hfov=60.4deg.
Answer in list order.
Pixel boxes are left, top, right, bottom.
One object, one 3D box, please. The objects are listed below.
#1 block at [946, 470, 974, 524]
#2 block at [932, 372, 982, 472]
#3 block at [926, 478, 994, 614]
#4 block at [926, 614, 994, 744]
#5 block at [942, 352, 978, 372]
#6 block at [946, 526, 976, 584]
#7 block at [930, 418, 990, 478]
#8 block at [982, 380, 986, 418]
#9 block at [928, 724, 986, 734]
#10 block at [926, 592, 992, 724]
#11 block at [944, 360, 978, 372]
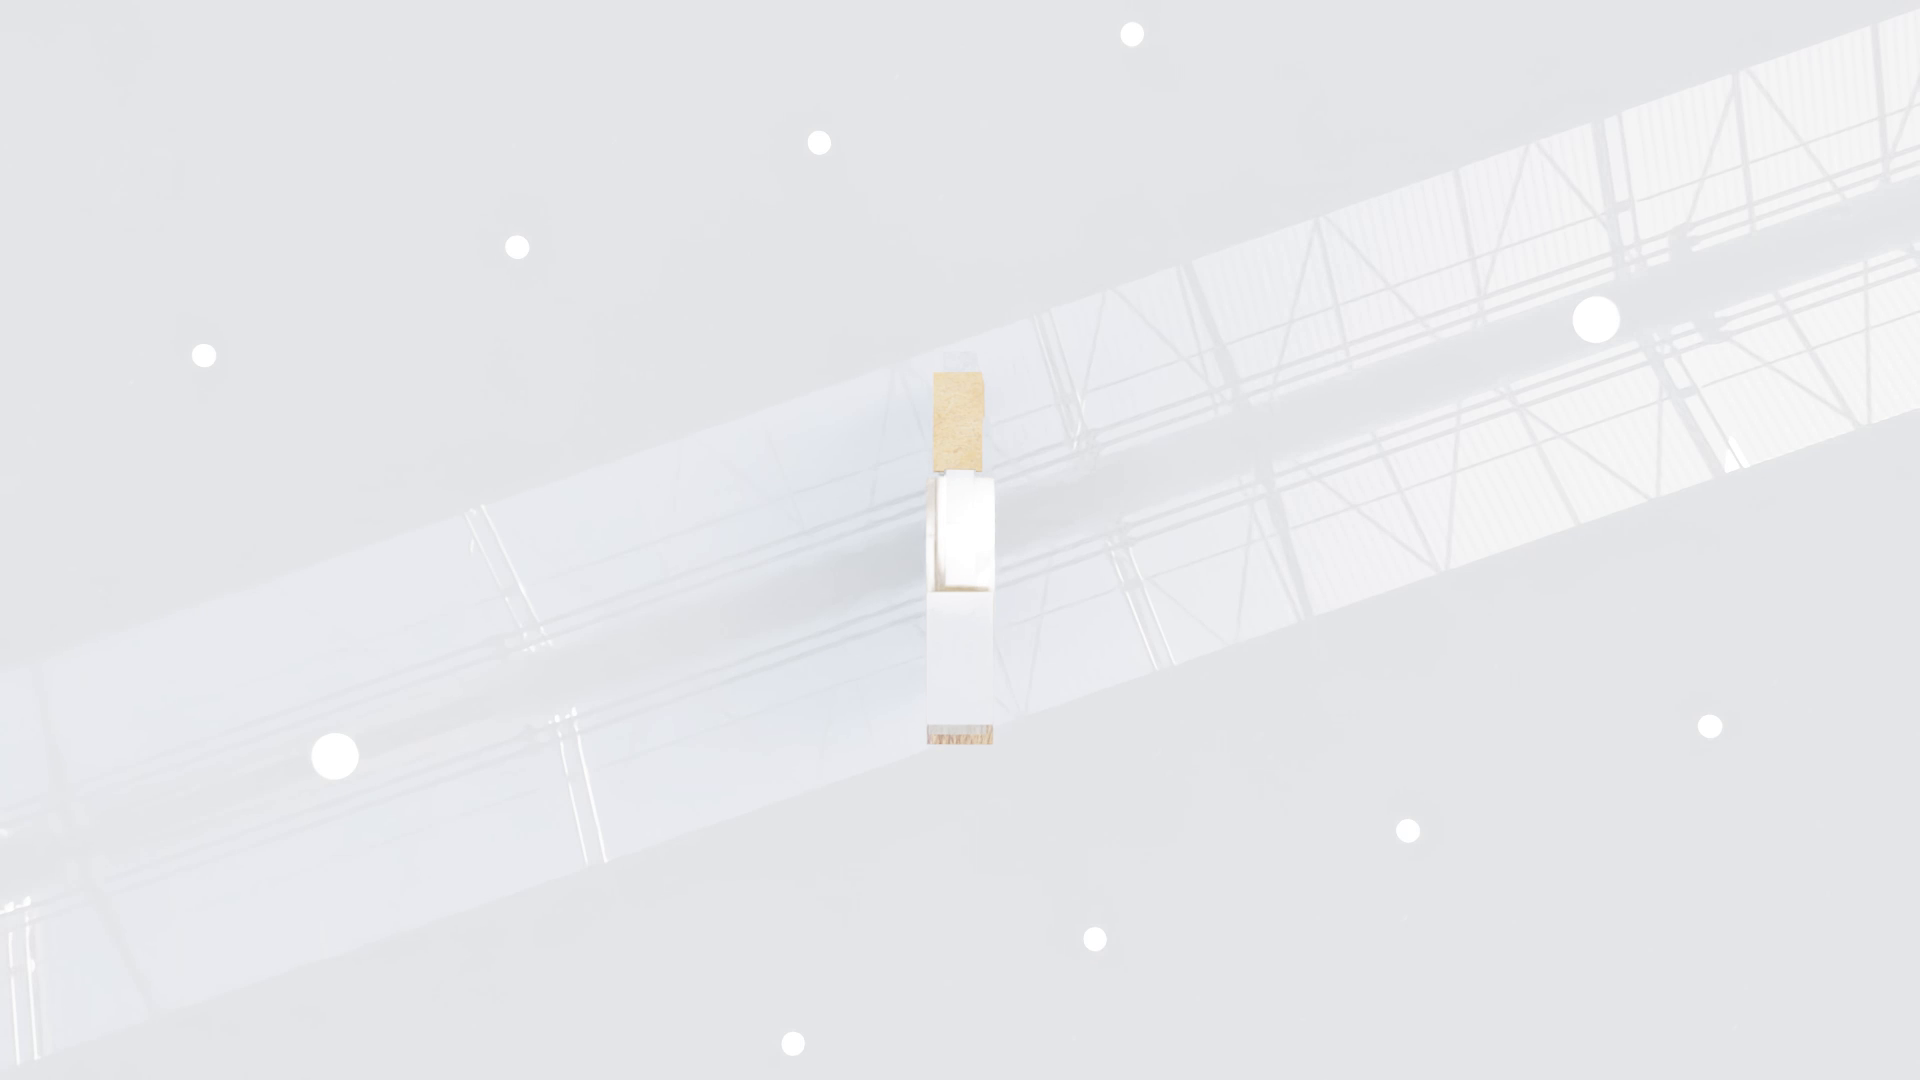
[{"bbox_3d":[0.000,-0.104,3.989,0.066,0.019,0.131,0,90,0],"label":"block"},{"bbox_3d":[-0.005,-0.292,4.083,0.122,0.035,0.245,0,90,0],"label":"block"},{"bbox_3d":[0.001,0.014,4.154,0.171,0.048,0.341,0,90,0],"label":"block"},{"bbox_3d":[0.000,0.363,4.363,0.175,0.050,0.350,0,90,0],"label":"block"},{"bbox_3d":[0.000,-0.440,4.717,0.098,0.028,0.196,0,90,0],"label":"block"},{"bbox_3d":[0.001,0.036,3.977,0.071,0.020,0.142,0,90,0],"label":"block"},{"bbox_3d":[0.001,-0.175,4.579,0.162,0.046,0.325,0,90,0],"label":"block"},{"bbox_3d":[-0.003,-0.323,4.949,0.155,0.044,0.310,0,90,0],"label":"block"},{"bbox_3d":[-0.005,0.332,4.036,0.141,0.040,0.282,0,90,0],"label":"block"},{"bbox_3d":[0.000,0.264,3.700,0.148,0.042,0.295,0,90,0],"label":"block"},{"bbox_3d":[0.002,-0.381,4.358,0.092,0.026,0.185,0,90,0],"label":"block"}]
